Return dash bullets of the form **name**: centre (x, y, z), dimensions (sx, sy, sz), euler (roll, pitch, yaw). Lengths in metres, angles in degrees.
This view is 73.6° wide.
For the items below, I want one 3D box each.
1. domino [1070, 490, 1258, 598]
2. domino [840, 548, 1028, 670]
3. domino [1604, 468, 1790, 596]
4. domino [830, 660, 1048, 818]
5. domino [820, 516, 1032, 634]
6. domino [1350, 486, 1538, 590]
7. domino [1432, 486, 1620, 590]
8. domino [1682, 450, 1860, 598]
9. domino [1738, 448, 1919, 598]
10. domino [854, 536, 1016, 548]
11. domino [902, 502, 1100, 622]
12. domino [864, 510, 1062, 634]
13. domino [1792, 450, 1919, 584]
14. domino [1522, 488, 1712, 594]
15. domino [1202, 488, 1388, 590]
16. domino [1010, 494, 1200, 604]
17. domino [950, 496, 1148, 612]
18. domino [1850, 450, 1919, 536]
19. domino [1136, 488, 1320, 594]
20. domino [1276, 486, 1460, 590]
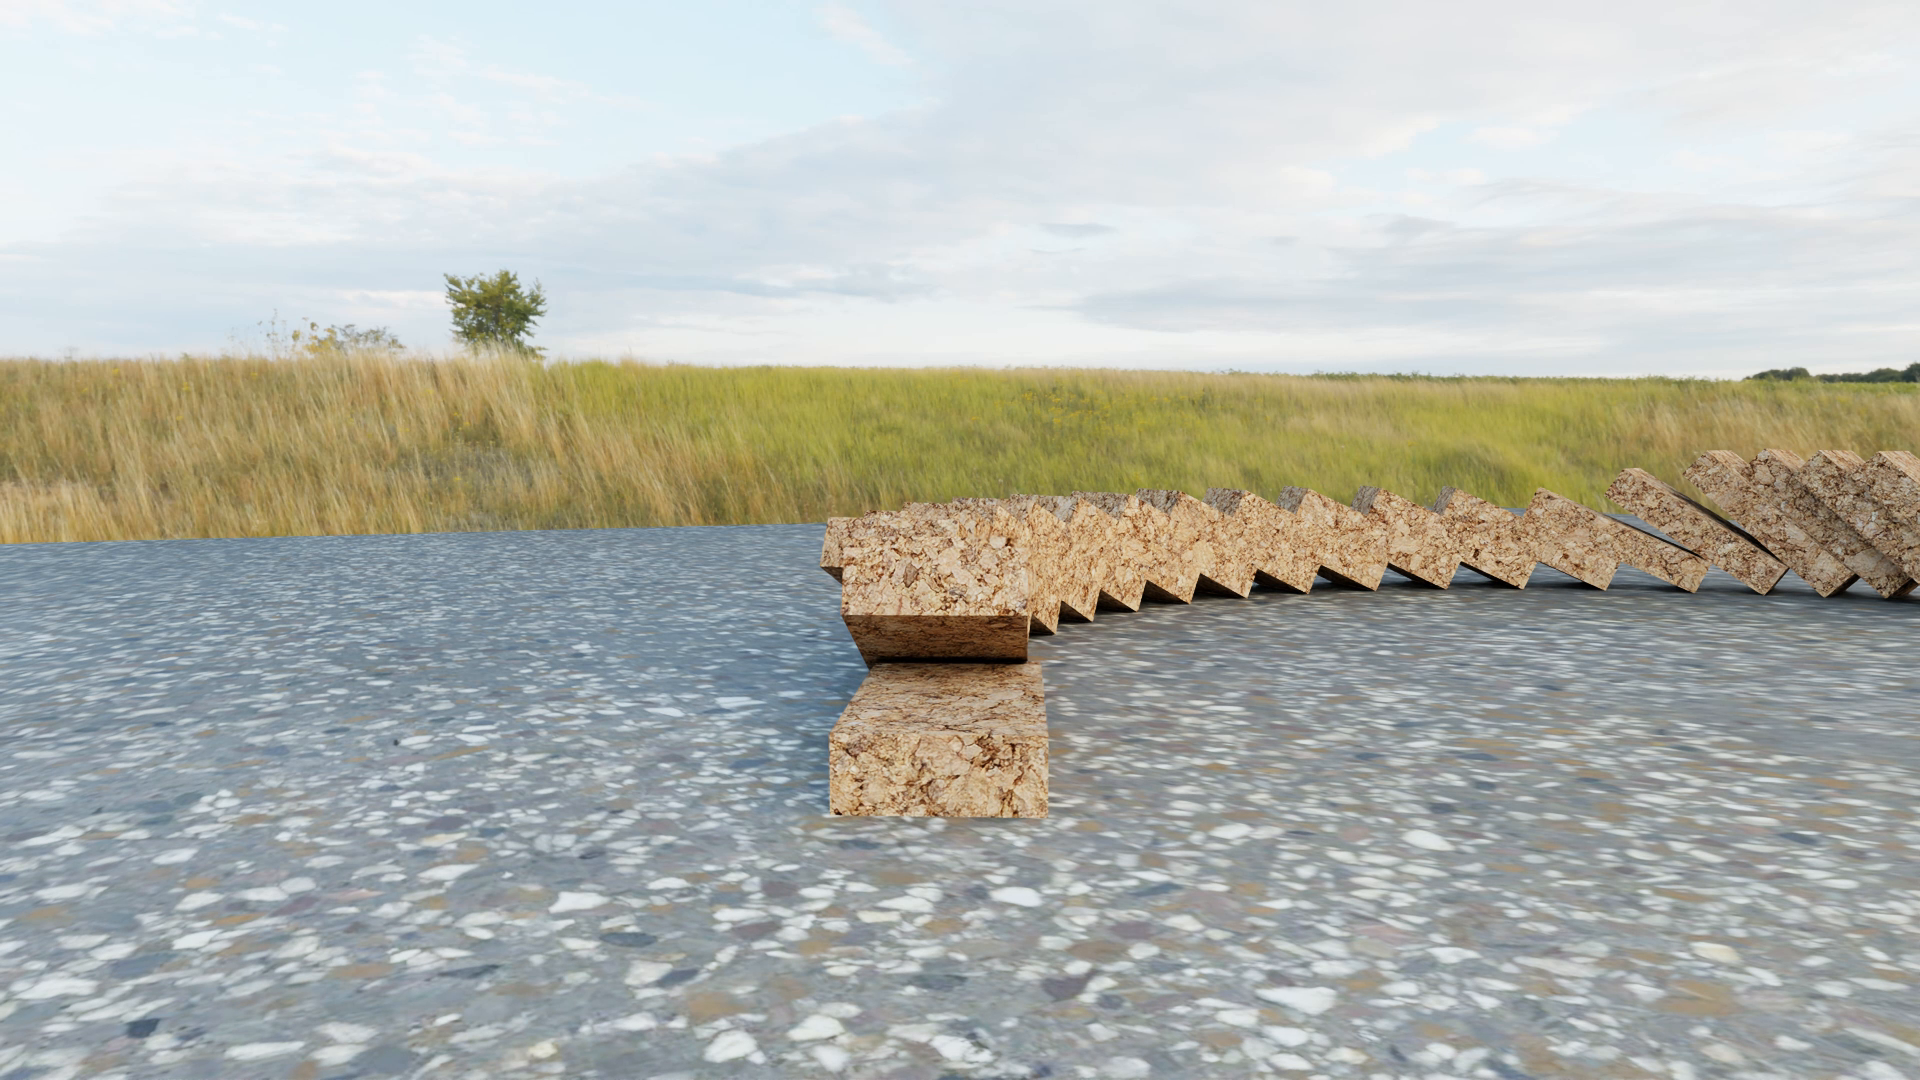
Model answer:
- **domino**: centre (0.055, 0.001, 0.353), dimensions (0.050, 0.009, 0.025), euler (26, -10, -30)
- **domino**: centre (-0.002, 0.014, 0.197), dimensions (0.025, 0.010, 0.050), euler (0, -19, 3)
- **domino**: centre (0.219, -0.003, 0.380), dimensions (0.050, 0.010, 0.025), euler (41, 27, 28)
- **domino**: centre (-0.001, 0.025, 0.171), dimensions (0.025, 0.010, 0.050), euler (0, 4, 3)
- **domino**: centre (-0.005, 0.009, 0.249), dimensions (0.025, 0.010, 0.050), euler (2, -20, 20)
- **domino**: centre (0.145, -0.001, 0.388), dimensions (0.050, 0.009, 0.025), euler (25, 5, 2)
- **domino**: centre (0.170, -0.001, 0.388), dimensions (0.050, 0.009, 0.025), euler (26, 9, 9)
- **domino**: centre (0.237, -0.006, 0.373), dimensions (0.025, 0.009, 0.050), euler (-4, 48, -45)
- **domino**: centre (0.250, -0.005, 0.366), dimensions (0.025, 0.009, 0.050), euler (-2, 46, -42)
- **domino**: centre (-0.003, 0.012, 0.222), dimensions (0.025, 0.010, 0.050), euler (0, -18, 3)
- **domino**: centre (0.010, 0.006, 0.296), dimensions (0.025, 0.010, 0.050), euler (3, -20, 35)
- **domino**: centre (0.001, 0.008, 0.273), dimensions (0.025, 0.009, 0.050), euler (2, -19, 25)
- **domino**: centre (0.256, -0.004, 0.351), dimensions (0.025, 0.009, 0.050), euler (-3, 47, -38)
- **domino**: centre (0.196, -0.001, 0.385), dimensions (0.050, 0.010, 0.025), euler (28, 16, 22)
- **domino**: centre (0.097, -0.001, 0.377), dimensions (0.050, 0.010, 0.025), euler (25, -2, -14)
- **domino**: centre (0.037, 0.003, 0.336), dimensions (0.050, 0.009, 0.025), euler (28, -14, -37)
- **domino**: centre (0.022, 0.004, 0.318), dimensions (0.025, 0.009, 0.050), euler (4, -19, 44)
- **domino**: centre (0.264, -0.003, 0.338), dimensions (0.025, 0.009, 0.050), euler (-3, 47, -38)
- **domino**: centre (0.075, 0.000, 0.368), dimensions (0.050, 0.009, 0.025), euler (25, -4, -19)
- **domino**: centre (0.121, -0.001, 0.385), dimensions (0.050, 0.009, 0.025), euler (25, 3, -4)
